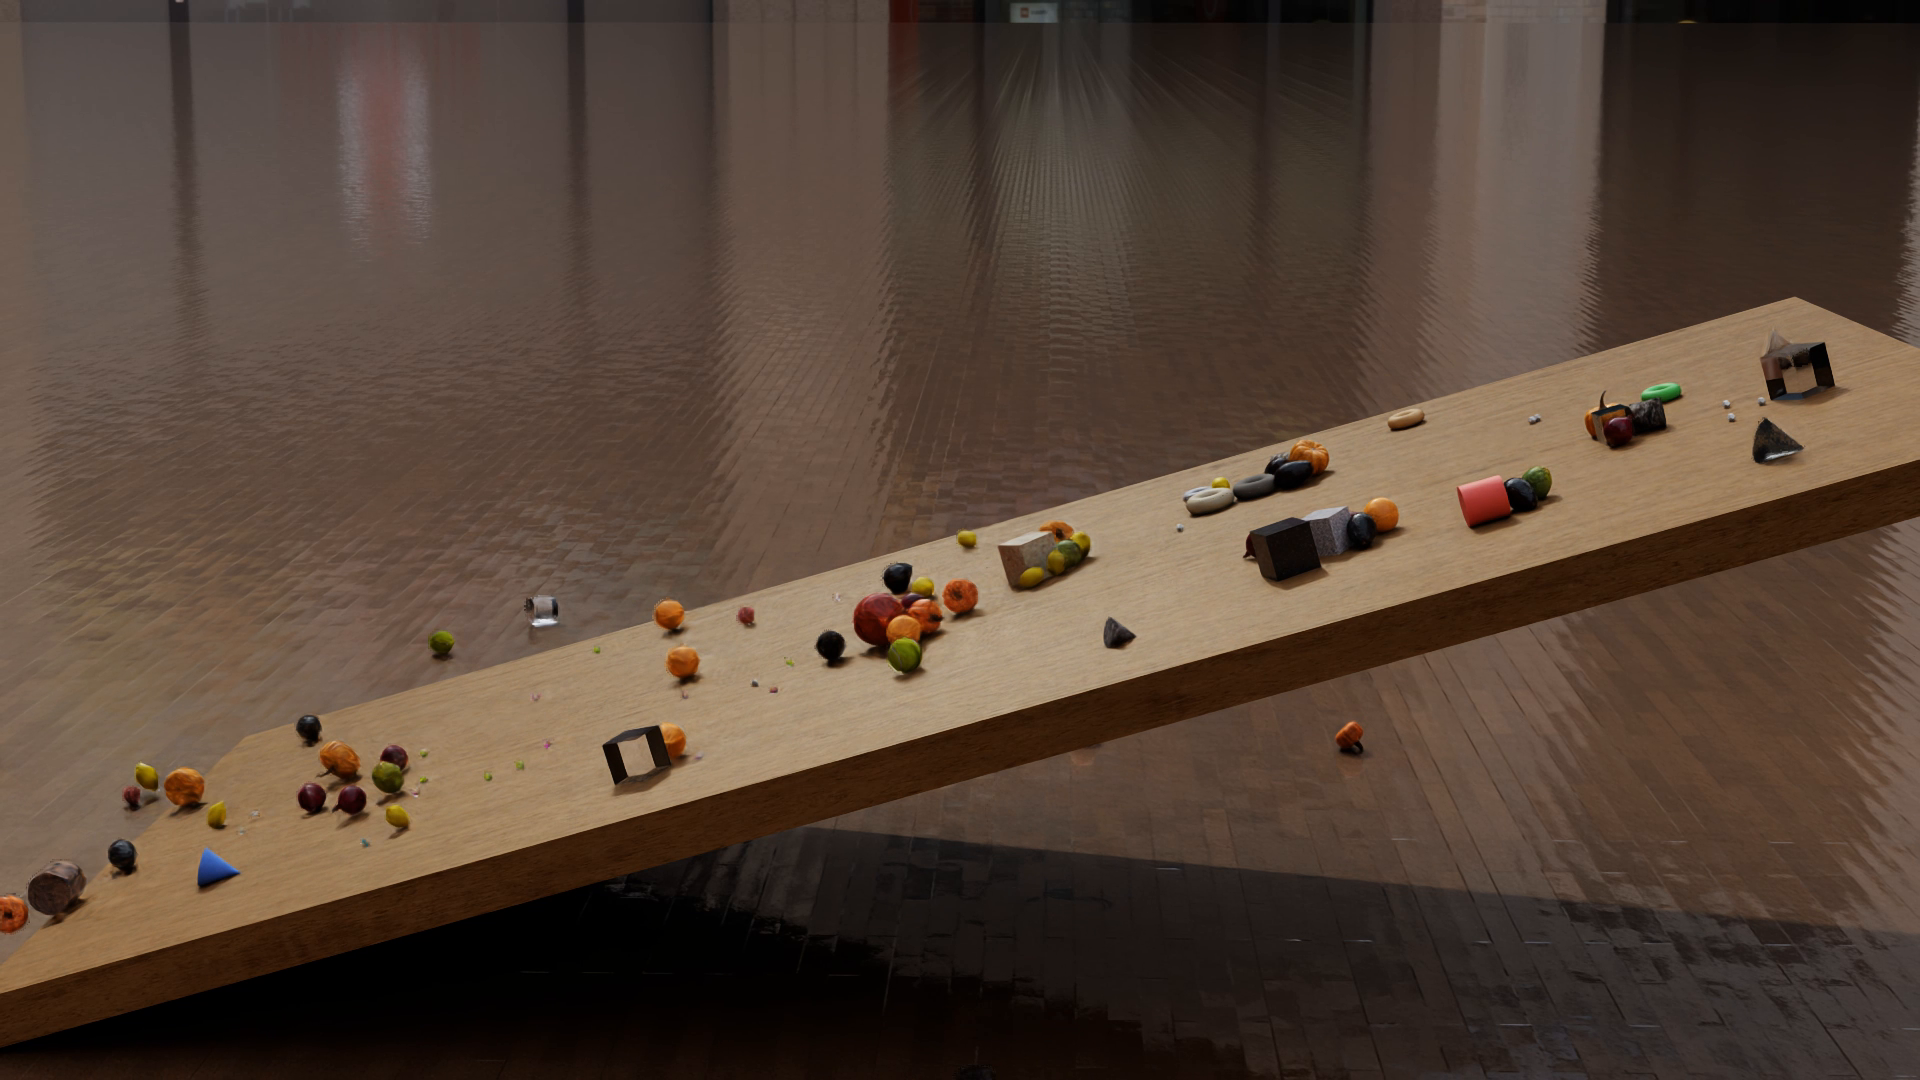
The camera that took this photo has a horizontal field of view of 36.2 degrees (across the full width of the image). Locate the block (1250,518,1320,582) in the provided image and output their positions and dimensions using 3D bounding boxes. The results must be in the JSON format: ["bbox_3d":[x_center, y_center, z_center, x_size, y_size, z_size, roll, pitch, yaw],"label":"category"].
[{"bbox_3d":[0.639,0.018,5.778,0.093,0.093,0.093,-19,10,-11],"label":"block"}]

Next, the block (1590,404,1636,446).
[{"bbox_3d":[1.356,-0.239,6.102,0.064,0.064,0.064,-17,10,-3],"label":"block"}]

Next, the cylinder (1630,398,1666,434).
[{"bbox_3d":[1.426,-0.259,6.099,0.062,0.062,0.062,-13,6,19],"label":"cylinder"}]

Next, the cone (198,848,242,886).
[{"bbox_3d":[-1.479,0.661,5.895,0.078,0.078,0.078,10,10,-2],"label":"cone"}]

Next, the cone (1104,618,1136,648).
[{"bbox_3d":[0.311,0.181,5.617,0.057,0.057,0.057,8,8,-15],"label":"cone"}]

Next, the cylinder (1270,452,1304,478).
[{"bbox_3d":[0.751,-0.173,6.762,0.057,0.057,0.057,-8,3,40],"label":"cylinder"}]

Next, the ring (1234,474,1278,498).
[{"bbox_3d":[0.671,-0.121,6.672,0.107,0.036,0.107,-15,11,3],"label":"ring"}]

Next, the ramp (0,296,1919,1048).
[{"bbox_3d":[0.090,0.187,6.320,4.000,0.100,2.000,-16,10,5],"label":"ramp"}]

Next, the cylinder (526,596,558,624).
[{"bbox_3d":[-1.313,0.220,9.246,0.076,0.076,0.076,-6,12,-29],"label":"cylinder"}]

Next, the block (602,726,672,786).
[{"bbox_3d":[-0.625,0.416,5.695,0.083,0.083,0.083,-11,11,30],"label":"block"}]

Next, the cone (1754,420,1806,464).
[{"bbox_3d":[1.546,-0.178,5.519,0.085,0.085,0.085,10,10,-5],"label":"cone"}]

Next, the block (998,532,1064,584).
[{"bbox_3d":[0.155,0.040,6.467,0.091,0.091,0.091,-22,11,-30],"label":"block"}]

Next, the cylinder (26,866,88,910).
[{"bbox_3d":[-1.861,0.716,6.061,0.090,0.090,0.090,3,-6,13],"label":"cylinder"}]

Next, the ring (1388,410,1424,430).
[{"bbox_3d":[1.056,-0.286,6.966,0.089,0.030,0.089,-18,10,3],"label":"ring"}]

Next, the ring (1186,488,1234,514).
[{"bbox_3d":[0.567,-0.088,6.657,0.112,0.037,0.112,-16,11,3],"label":"ring"}]

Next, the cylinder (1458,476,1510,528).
[{"bbox_3d":[1.016,-0.076,5.705,0.082,0.082,0.082,-16,10,3],"label":"cylinder"}]

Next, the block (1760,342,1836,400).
[{"bbox_3d":[1.712,-0.345,6.013,0.092,0.092,0.092,-22,11,-26],"label":"block"}]

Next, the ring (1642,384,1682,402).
[{"bbox_3d":[1.518,-0.317,6.369,0.087,0.029,0.087,-15,11,3],"label":"ring"}]

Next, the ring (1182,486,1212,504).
[{"bbox_3d":[0.552,-0.103,6.800,0.077,0.026,0.077,-15,10,3],"label":"ring"}]

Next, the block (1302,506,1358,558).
[{"bbox_3d":[0.731,-0.015,5.857,0.077,0.077,0.077,-8,13,41],"label":"block"}]
